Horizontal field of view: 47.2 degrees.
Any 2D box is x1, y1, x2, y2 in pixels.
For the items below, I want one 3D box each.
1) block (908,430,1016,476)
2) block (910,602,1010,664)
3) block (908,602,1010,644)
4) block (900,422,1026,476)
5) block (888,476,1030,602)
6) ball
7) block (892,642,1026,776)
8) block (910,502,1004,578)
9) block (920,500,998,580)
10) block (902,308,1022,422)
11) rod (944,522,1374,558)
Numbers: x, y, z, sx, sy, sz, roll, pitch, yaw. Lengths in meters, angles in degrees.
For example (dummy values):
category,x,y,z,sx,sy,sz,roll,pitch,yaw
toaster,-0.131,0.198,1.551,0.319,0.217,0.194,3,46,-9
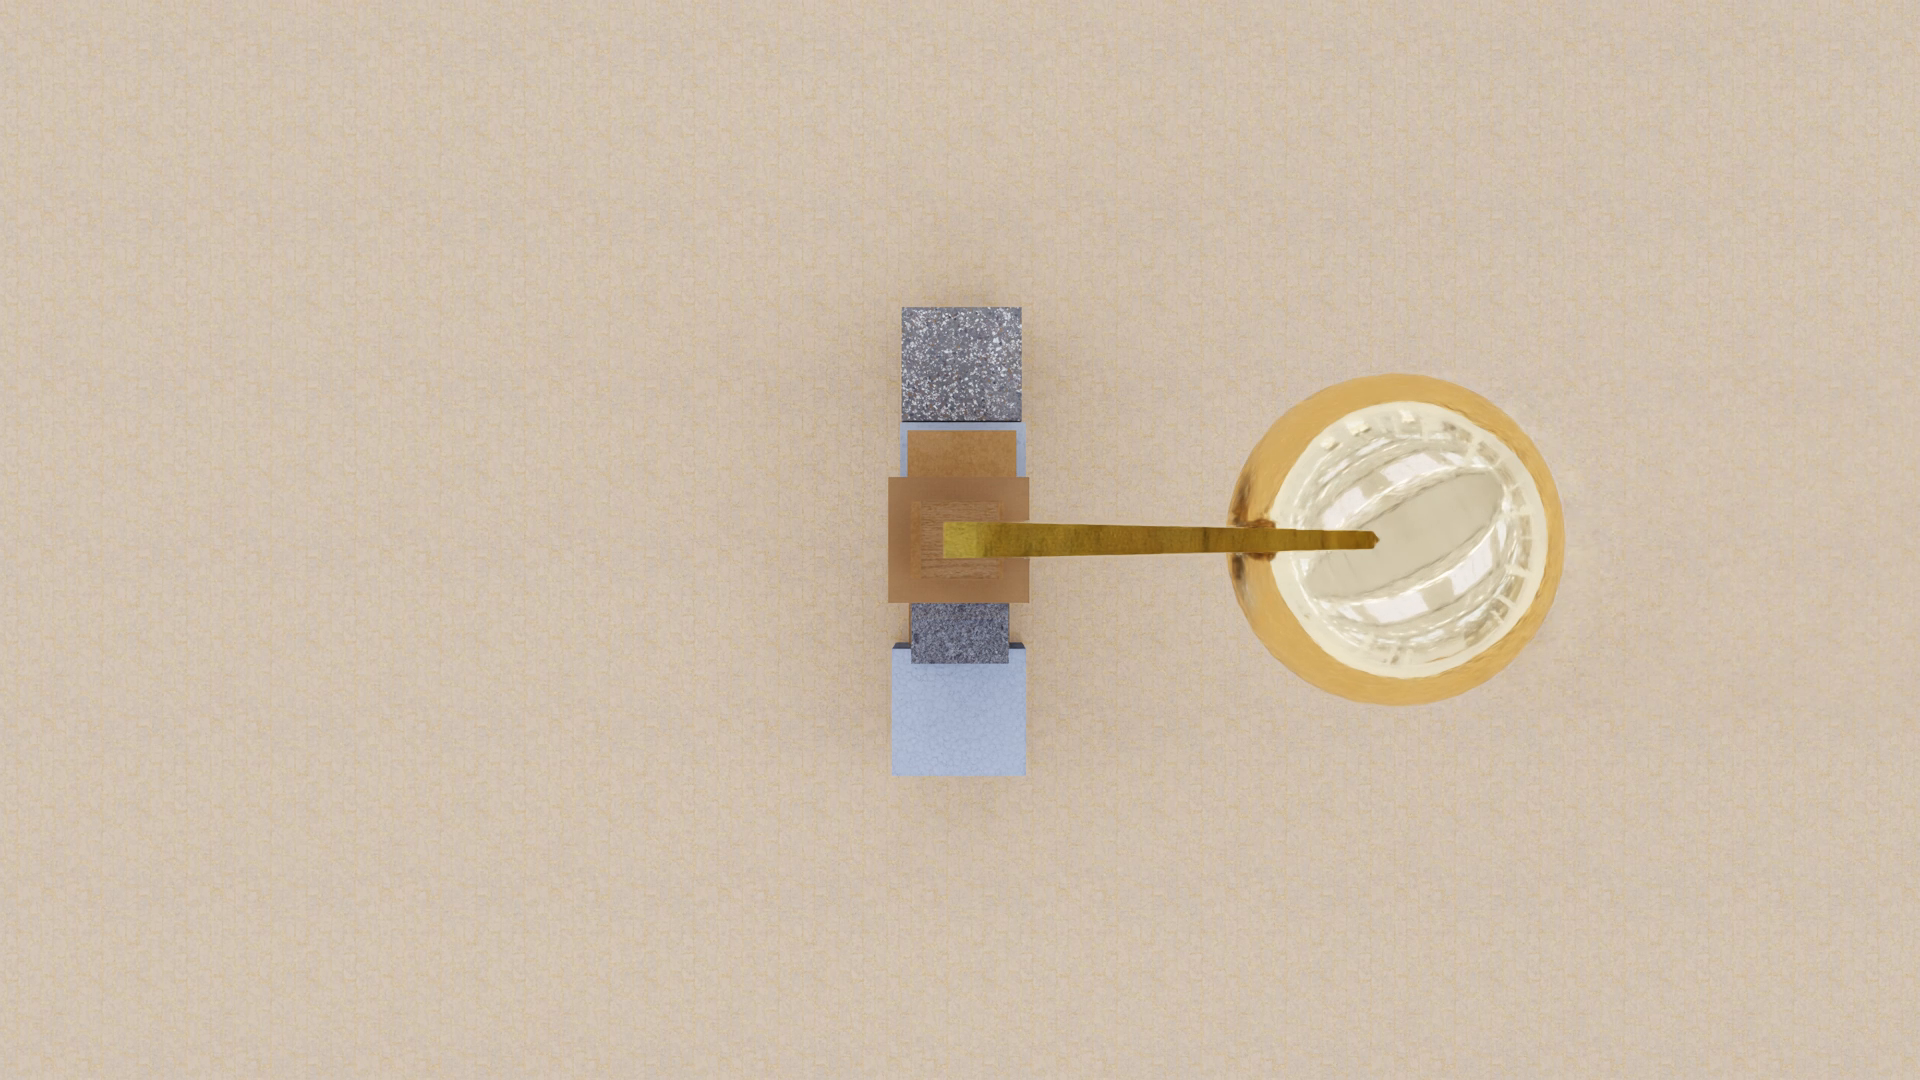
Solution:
category,x,y,z,sx,sy,sz,roll,pitch,yaw
block,0.010,-0.285,12.045,0.581,0.669,0.597,0,90,0
block,0.000,0.342,12.130,0.528,0.581,0.559,0,101,0
block,-0.005,0.348,12.775,0.574,0.451,0.491,0,90,0
block,0.017,-0.285,12.690,0.708,0.621,0.754,0,90,0
block,-0.006,0.000,10.509,0.657,0.550,0.587,0,90,0
ball,2.074,0.000,10.532,1.600,1.600,1.600,0,90,0
block,-0.006,0.960,12.619,0.747,0.763,0.708,0,90,0
block,-0.014,0.000,10.049,0.414,0.369,0.347,0,90,0
block,-0.001,0.000,9.683,0.336,0.362,0.338,0,90,0
block,0.009,-0.991,12.688,0.677,0.624,0.639,0,90,0
rod,0.899,0.000,7.341,0.080,5.200,0.080,0,90,20
